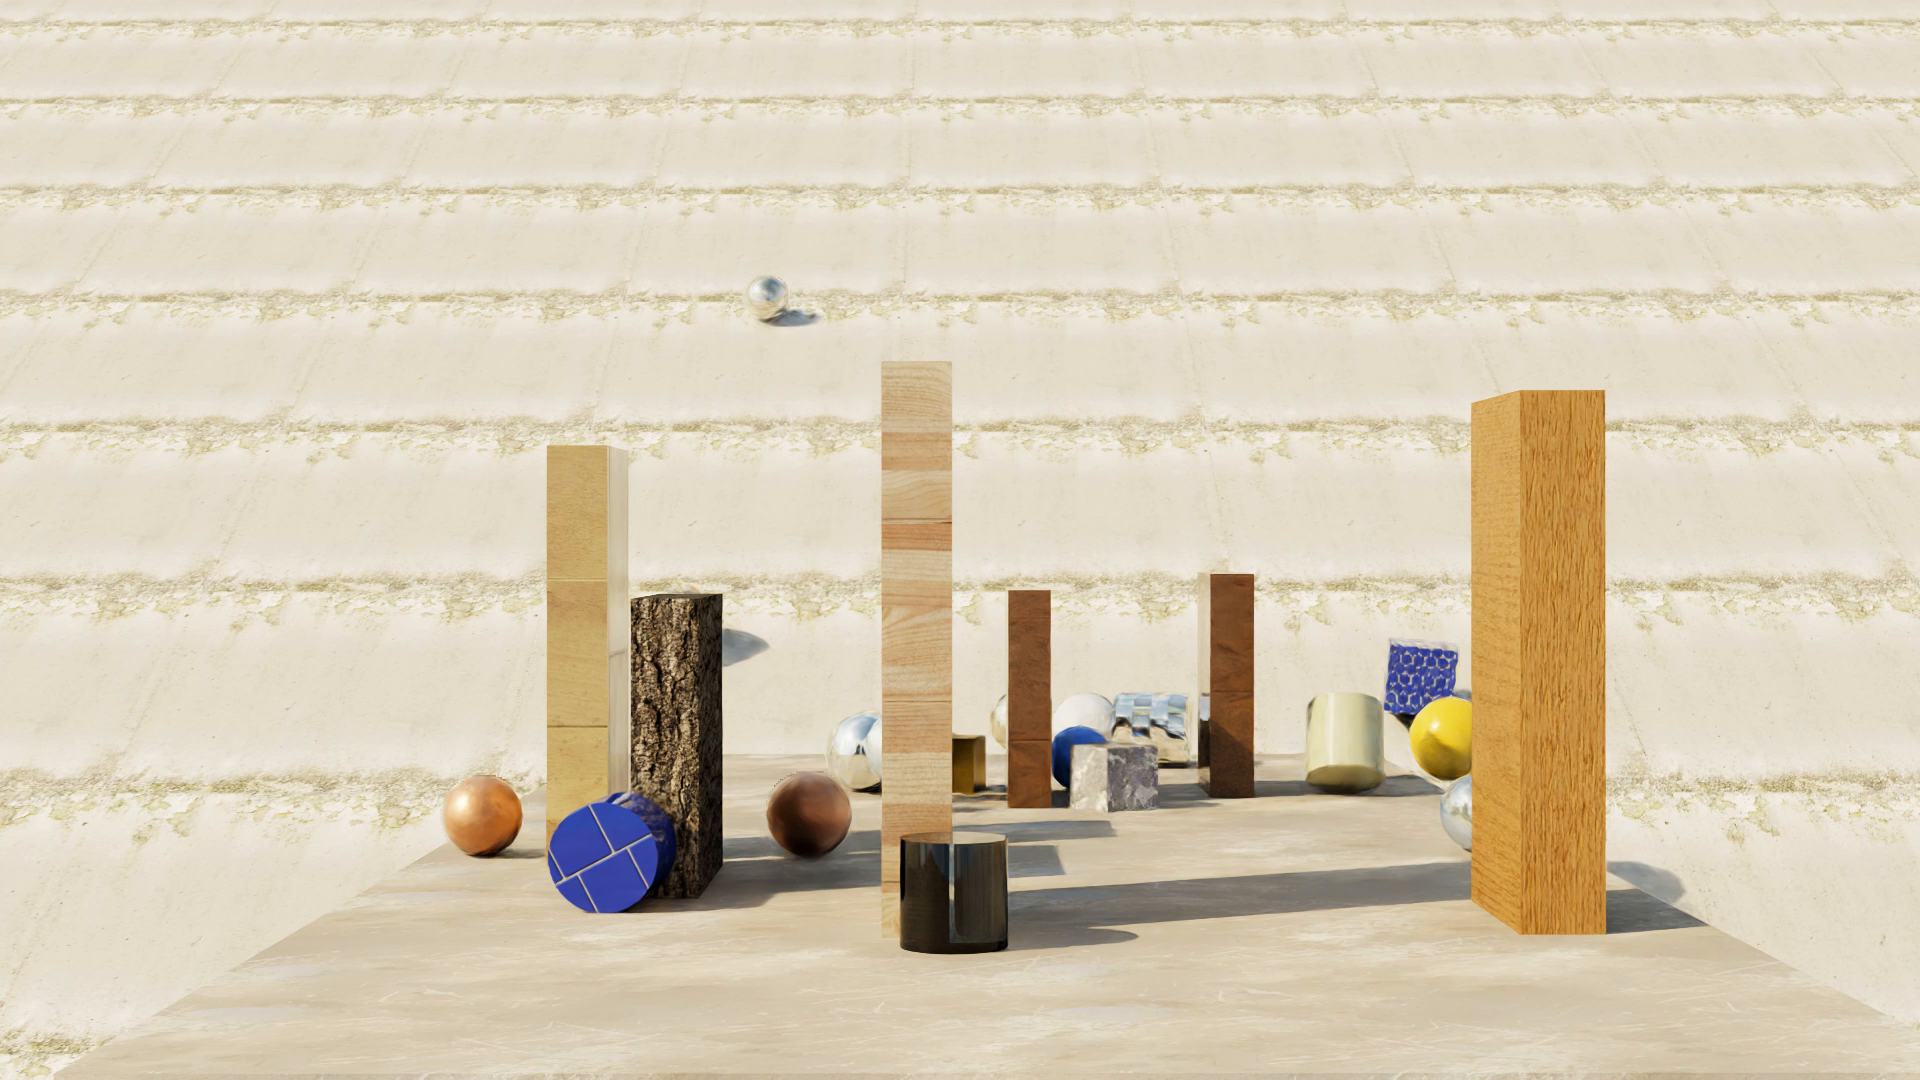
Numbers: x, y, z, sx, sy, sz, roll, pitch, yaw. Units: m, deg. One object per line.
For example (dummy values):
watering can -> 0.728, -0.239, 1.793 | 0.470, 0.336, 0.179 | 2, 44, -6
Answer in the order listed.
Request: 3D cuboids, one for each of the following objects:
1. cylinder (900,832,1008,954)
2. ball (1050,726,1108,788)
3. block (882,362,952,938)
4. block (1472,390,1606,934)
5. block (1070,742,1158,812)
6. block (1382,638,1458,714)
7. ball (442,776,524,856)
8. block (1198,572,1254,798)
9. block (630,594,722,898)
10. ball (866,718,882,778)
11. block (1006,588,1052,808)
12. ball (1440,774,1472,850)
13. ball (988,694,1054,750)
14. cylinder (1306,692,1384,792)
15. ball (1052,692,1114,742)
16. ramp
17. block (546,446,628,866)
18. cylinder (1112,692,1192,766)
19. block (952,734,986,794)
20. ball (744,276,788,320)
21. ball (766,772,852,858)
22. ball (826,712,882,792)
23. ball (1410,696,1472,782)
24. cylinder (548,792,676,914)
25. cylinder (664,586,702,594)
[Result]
cylinder -> -0.009, 0.475, 3.495 | 0.147, 0.147, 0.147 | 0, 0, 0
ball -> 0.262, 0.478, 5.674 | 0.143, 0.143, 0.143 | 0, 30, 0
block -> -0.060, 0.151, 3.760 | 0.097, 0.795, 0.383 | 0, 0, 0
block -> 0.837, 0.170, 3.764 | 0.119, 0.756, 0.343 | 0, 0, 0
block -> 0.314, 0.485, 5.309 | 0.128, 0.128, 0.128 | 0, 0, -34
block -> 1.226, 0.367, 6.907 | 0.178, 0.178, 0.178 | 5, 4, 7
ball -> -0.830, 0.480, 4.501 | 0.138, 0.138, 0.138 | 0, 30, 0
block -> 0.580, 0.311, 5.660 | 0.094, 0.477, 0.293 | 0, 0, 0
block -> -0.453, 0.320, 4.168 | 0.104, 0.459, 0.409 | 0, 0, 0
ball -> -0.122, 0.436, 5.438 | 0.155, 0.155, 0.155 | 0, 30, 0
block -> 0.142, 0.326, 5.466 | 0.088, 0.447, 0.344 | 0, 0, 0
ball -> 0.914, 0.480, 4.562 | 0.137, 0.137, 0.137 | 0, 30, 0
ball -> 0.159, 0.465, 6.636 | 0.169, 0.169, 0.169 | 0, 30, 0
cylinder -> 0.831, 0.437, 5.581 | 0.166, 0.166, 0.166 | 2, 63, 4
ball -> 0.313, 0.463, 6.412 | 0.173, 0.173, 0.173 | 0, 30, 0
ramp -> 0.067, 0.599, 4.658 | 2.000, 0.100, 4.000 | 0, 0, 0
block -> -0.645, 0.195, 4.497 | 0.102, 0.709, 0.280 | 0, 0, 0
cylinder -> 0.468, 0.457, 6.283 | 0.174, 0.174, 0.174 | 1, 30, 12
block -> -0.013, 0.489, 5.673 | 0.121, 0.121, 0.121 | 0, 0, 13
ball -> -0.680, -0.851, 9.098 | 0.154, 0.154, 0.154 | 0, 30, 0
ball -> -0.261, 0.476, 4.482 | 0.148, 0.148, 0.148 | 0, 30, 0
ball -> -0.204, 0.462, 5.648 | 0.176, 0.176, 0.176 | 0, 30, 0
ball -> 1.159, 0.469, 6.098 | 0.199, 0.199, 0.199 | 0, 30, 0
cylinder -> -0.520, 0.468, 3.883 | 0.163, 0.163, 0.163 | 2, 0, 4
cylinder -> -0.801, 0.225, 7.195 | 0.162, 0.162, 0.162 | -16, 34, -31
